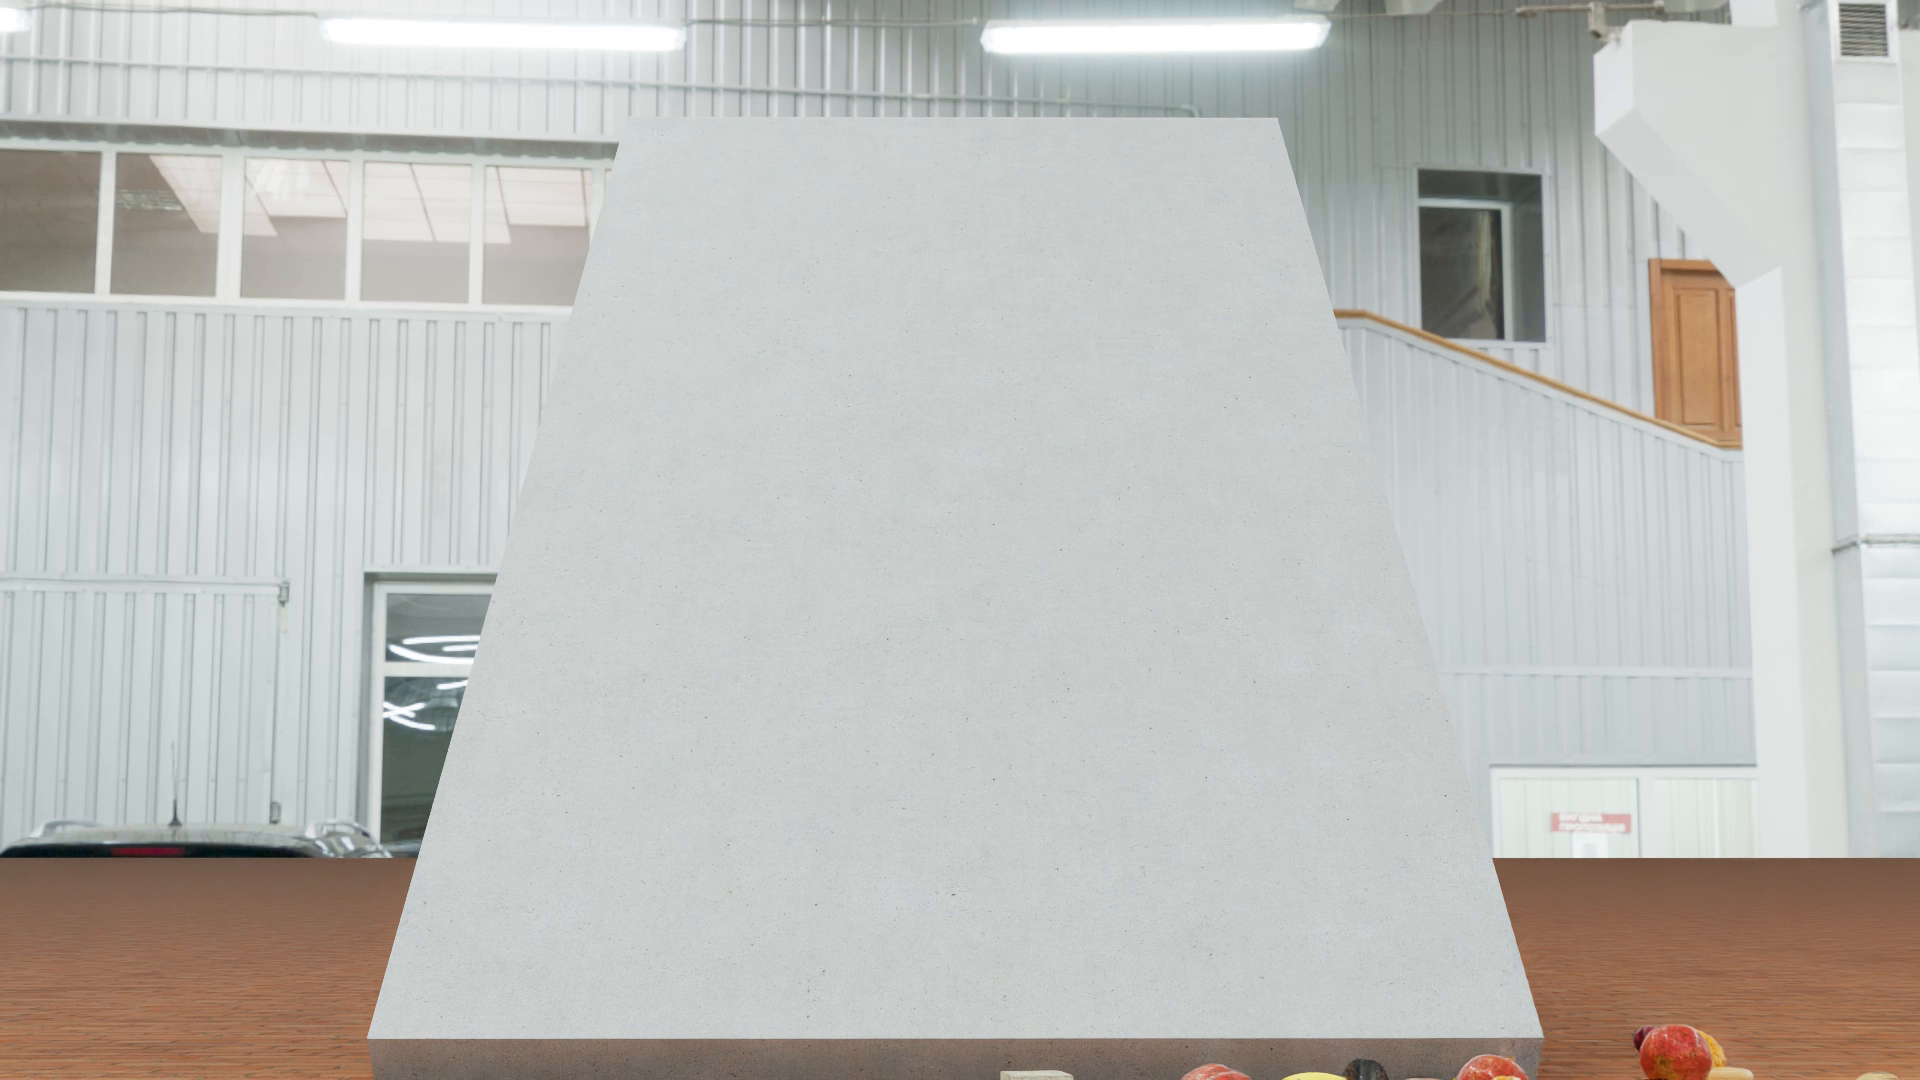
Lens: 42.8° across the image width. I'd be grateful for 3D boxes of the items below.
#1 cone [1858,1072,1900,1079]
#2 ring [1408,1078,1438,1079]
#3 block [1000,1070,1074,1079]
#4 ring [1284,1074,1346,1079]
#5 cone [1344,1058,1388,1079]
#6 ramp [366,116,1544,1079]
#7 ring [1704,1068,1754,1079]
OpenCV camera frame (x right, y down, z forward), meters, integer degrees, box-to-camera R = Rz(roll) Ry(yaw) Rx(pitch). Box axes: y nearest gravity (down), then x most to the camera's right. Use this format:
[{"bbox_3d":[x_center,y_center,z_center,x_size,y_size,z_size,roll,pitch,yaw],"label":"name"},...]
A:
[{"bbox_3d":[1.327,0.820,3.508,0.090,0.090,0.090,-6,-36,40],"label":"cone"},{"bbox_3d":[0.747,0.882,3.941,0.083,0.028,0.083,1,-6,0],"label":"ring"},{"bbox_3d":[0.107,0.788,3.425,0.084,0.084,0.084,2,-7,-12],"label":"block"},{"bbox_3d":[0.494,0.782,3.394,0.138,0.046,0.138,4,-40,4],"label":"ring"},{"bbox_3d":[0.641,0.875,3.902,0.071,0.071,0.071,-3,19,20],"label":"cone"},{"bbox_3d":[-0.015,-0.185,5.881,2.000,0.100,4.000,0,32,0],"label":"ramp"},{"bbox_3d":[1.300,0.908,4.148,0.081,0.027,0.081,0,-6,0],"label":"ring"}]
